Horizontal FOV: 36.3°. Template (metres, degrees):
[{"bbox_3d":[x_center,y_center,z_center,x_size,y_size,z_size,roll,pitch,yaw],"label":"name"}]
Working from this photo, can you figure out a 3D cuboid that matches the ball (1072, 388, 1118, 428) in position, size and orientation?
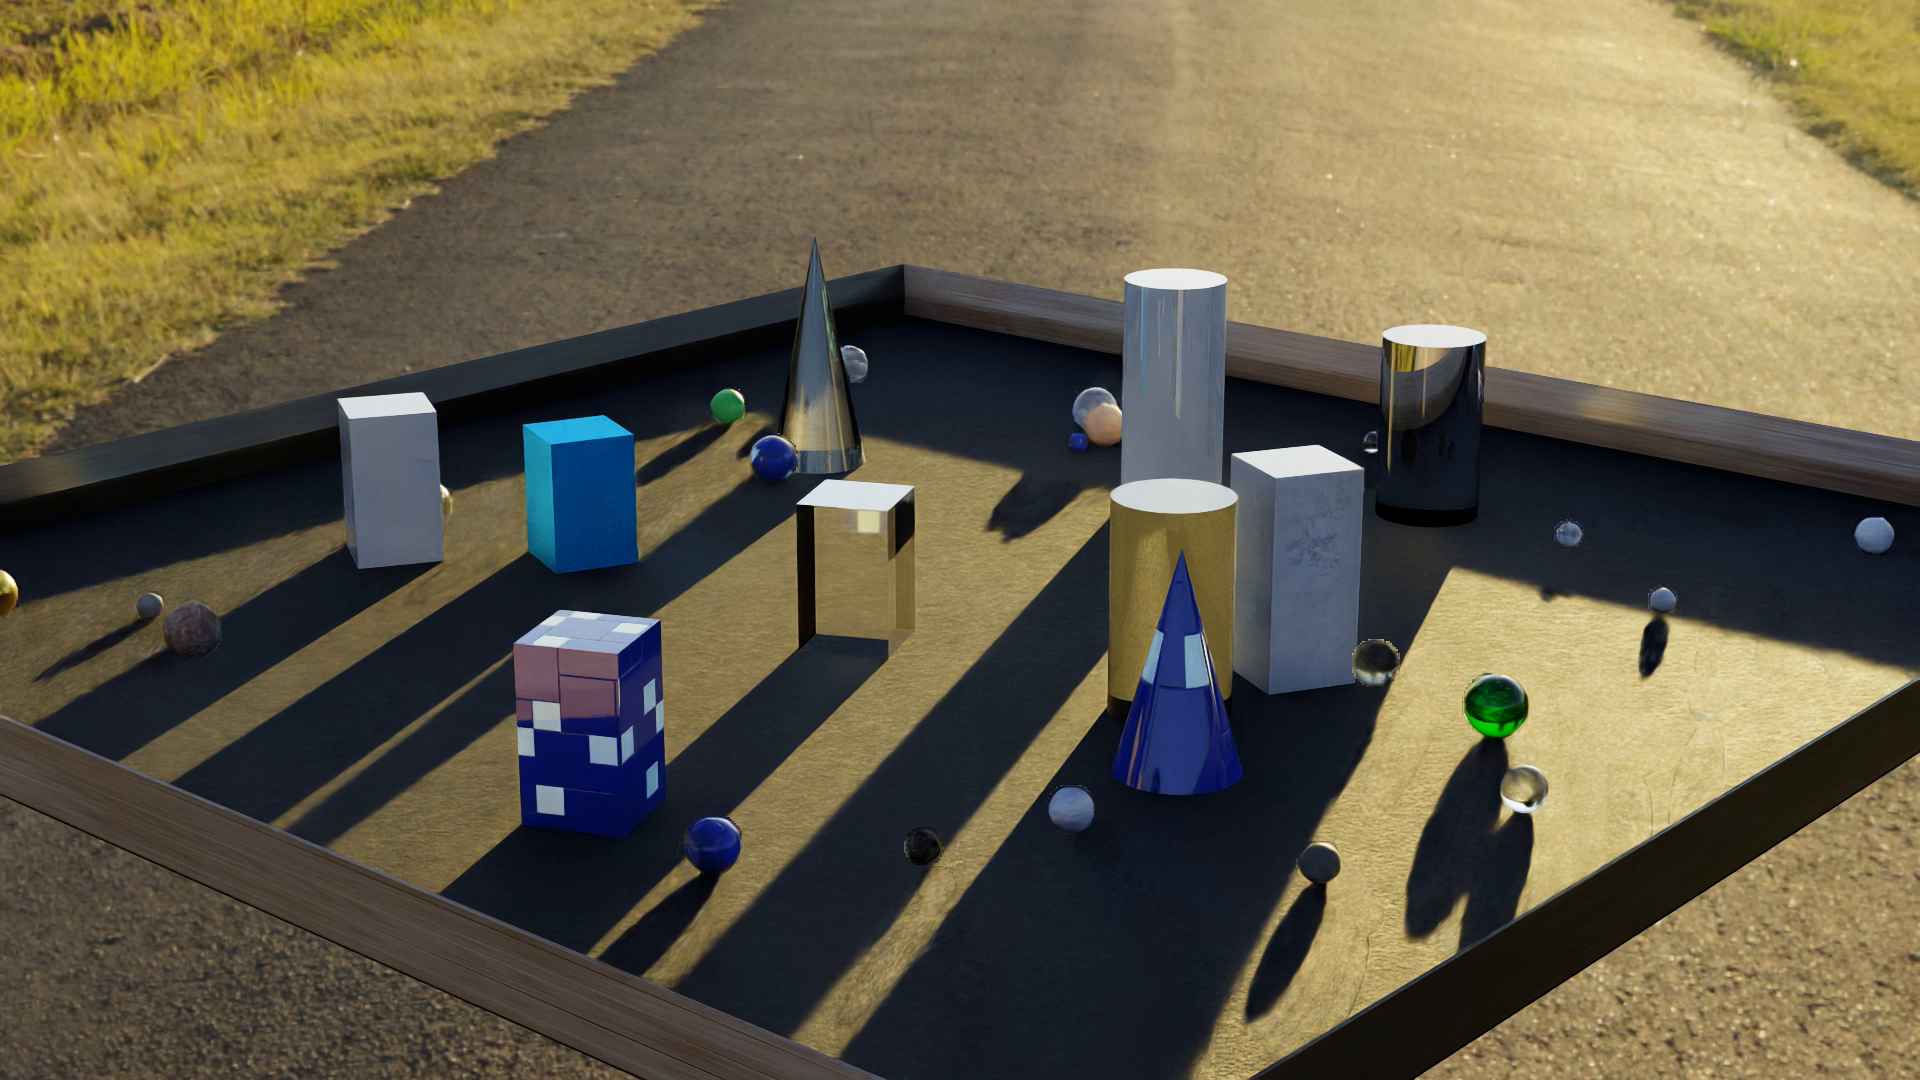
[{"bbox_3d":[0.286,-0.274,6.191,0.095,0.095,0.095,0,17,0],"label":"ball"}]

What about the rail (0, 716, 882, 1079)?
[{"bbox_3d":[-1.051,0.381,3.962,3.195,0.126,0.045,14,22,39],"label":"rail"}]

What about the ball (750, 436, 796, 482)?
[{"bbox_3d":[-0.372,-0.161,5.821,0.092,0.092,0.092,0,17,0],"label":"ball"}]

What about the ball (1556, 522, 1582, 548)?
[{"bbox_3d":[1.122,-0.010,5.400,0.046,0.046,0.046,0,17,0],"label":"ball"}]

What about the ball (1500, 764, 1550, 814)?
[{"bbox_3d":[0.800,0.353,4.157,0.069,0.069,0.069,0,17,0],"label":"ball"}]

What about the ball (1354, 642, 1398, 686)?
[{"bbox_3d":[0.661,0.196,4.657,0.070,0.070,0.070,0,17,0],"label":"ball"}]

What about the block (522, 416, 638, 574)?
[{"bbox_3d":[-0.687,-0.084,5.310,0.155,0.240,0.155,-8,19,-25],"label":"block"}]

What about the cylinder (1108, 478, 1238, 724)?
[{"bbox_3d":[0.326,0.099,4.516,0.194,0.348,0.194,0,17,0],"label":"cylinder"}]

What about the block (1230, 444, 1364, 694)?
[{"bbox_3d":[0.532,0.046,4.680,0.155,0.355,0.155,-6,18,-20],"label":"block"}]

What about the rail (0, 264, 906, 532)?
[{"bbox_3d":[-1.188,-0.267,6.108,0.045,0.126,3.253,14,22,39],"label":"rail"}]

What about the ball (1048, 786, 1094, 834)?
[{"bbox_3d":[0.156,0.376,4.087,0.065,0.065,0.065,0,17,0],"label":"ball"}]

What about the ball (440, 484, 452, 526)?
[{"bbox_3d":[-0.999,-0.064,5.492,0.095,0.095,0.095,0,17,0],"label":"ball"}]

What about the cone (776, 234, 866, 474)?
[{"bbox_3d":[-0.289,-0.386,5.910,0.194,0.470,0.194,0,17,0],"label":"cone"}]

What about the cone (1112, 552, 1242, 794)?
[{"bbox_3d":[0.320,0.176,4.272,0.194,0.342,0.194,0,17,0],"label":"cone"}]

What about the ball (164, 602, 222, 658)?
[{"bbox_3d":[-1.257,0.147,4.799,0.092,0.092,0.092,0,17,0],"label":"ball"}]

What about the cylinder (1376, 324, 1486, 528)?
[{"bbox_3d":[0.893,-0.218,5.567,0.194,0.347,0.194,0,17,0],"label":"cylinder"}]

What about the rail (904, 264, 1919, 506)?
[{"bbox_3d":[1.051,-0.318,6.279,3.195,0.126,0.045,14,22,39],"label":"rail"}]

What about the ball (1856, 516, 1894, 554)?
[{"bbox_3d":[1.671,-0.009,5.359,0.068,0.068,0.068,0,17,0],"label":"ball"}]

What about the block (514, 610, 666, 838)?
[{"bbox_3d":[-0.519,0.256,4.130,0.155,0.270,0.155,5,17,16],"label":"block"}]

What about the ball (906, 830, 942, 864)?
[{"bbox_3d":[-0.049,0.417,3.982,0.048,0.048,0.048,0,17,0],"label":"ball"}]

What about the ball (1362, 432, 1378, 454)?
[{"bbox_3d":[0.849,-0.201,6.035,0.044,0.044,0.044,0,17,0],"label":"ball"}]

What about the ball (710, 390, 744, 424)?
[{"bbox_3d":[-0.496,-0.286,6.269,0.073,0.073,0.073,0,17,0],"label":"ball"}]

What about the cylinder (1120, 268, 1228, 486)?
[{"bbox_3d":[0.406,-0.277,5.586,0.194,0.449,0.194,0,17,0],"label":"cylinder"}]

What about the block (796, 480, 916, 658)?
[{"bbox_3d":[-0.171,0.046,4.856,0.155,0.252,0.155,5,17,15],"label":"block"}]

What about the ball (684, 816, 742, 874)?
[{"bbox_3d":[-0.332,0.411,3.950,0.077,0.077,0.077,0,17,0],"label":"ball"}]

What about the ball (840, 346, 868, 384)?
[{"bbox_3d":[-0.249,-0.395,6.609,0.085,0.085,0.085,0,17,0],"label":"ball"}]

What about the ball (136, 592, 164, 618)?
[{"bbox_3d":[-1.381,0.112,4.999,0.044,0.044,0.044,0,17,0],"label":"ball"}]

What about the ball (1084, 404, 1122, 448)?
[{"bbox_3d":[0.300,-0.237,6.078,0.089,0.089,0.089,0,17,0],"label":"ball"}]

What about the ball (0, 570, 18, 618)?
[{"bbox_3d":[-1.649,0.092,4.991,0.087,0.087,0.087,0,17,0],"label":"ball"}]

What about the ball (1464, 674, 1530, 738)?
[{"bbox_3d":[0.814,0.252,4.444,0.097,0.097,0.097,0,17,0],"label":"ball"}]

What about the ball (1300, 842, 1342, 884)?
[{"bbox_3d":[0.481,0.432,3.918,0.056,0.056,0.056,0,17,0],"label":"ball"}]

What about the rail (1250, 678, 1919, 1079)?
[{"bbox_3d":[1.188,0.330,4.132,0.045,0.126,3.253,14,22,39],"label":"rail"}]

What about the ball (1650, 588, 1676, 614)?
[{"bbox_3d":[1.204,0.104,5.025,0.044,0.044,0.044,0,17,0],"label":"ball"}]

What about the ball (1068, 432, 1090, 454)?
[{"bbox_3d":[0.245,-0.200,6.037,0.042,0.042,0.042,0,17,0],"label":"ball"}]

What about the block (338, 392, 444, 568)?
[{"bbox_3d":[-1.034,-0.110,5.328,0.155,0.278,0.155,-6,18,-18],"label":"block"}]
